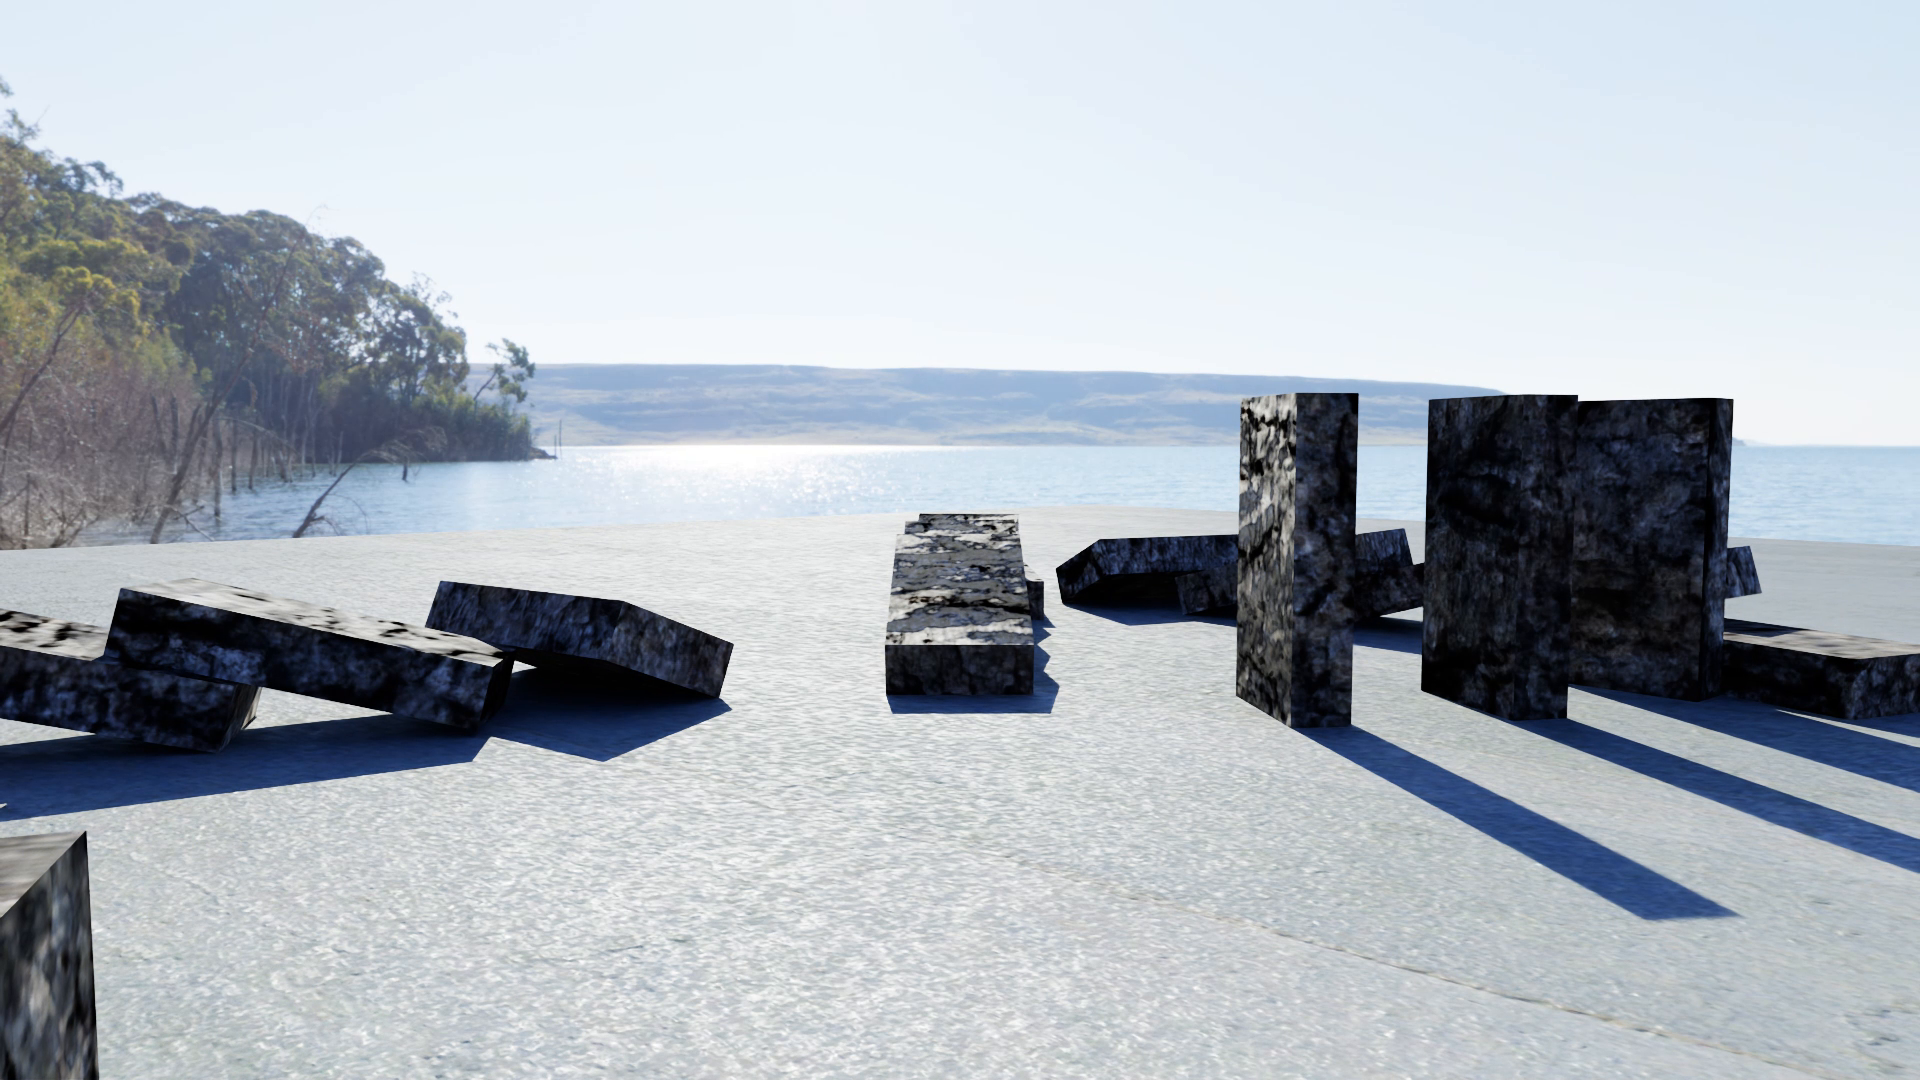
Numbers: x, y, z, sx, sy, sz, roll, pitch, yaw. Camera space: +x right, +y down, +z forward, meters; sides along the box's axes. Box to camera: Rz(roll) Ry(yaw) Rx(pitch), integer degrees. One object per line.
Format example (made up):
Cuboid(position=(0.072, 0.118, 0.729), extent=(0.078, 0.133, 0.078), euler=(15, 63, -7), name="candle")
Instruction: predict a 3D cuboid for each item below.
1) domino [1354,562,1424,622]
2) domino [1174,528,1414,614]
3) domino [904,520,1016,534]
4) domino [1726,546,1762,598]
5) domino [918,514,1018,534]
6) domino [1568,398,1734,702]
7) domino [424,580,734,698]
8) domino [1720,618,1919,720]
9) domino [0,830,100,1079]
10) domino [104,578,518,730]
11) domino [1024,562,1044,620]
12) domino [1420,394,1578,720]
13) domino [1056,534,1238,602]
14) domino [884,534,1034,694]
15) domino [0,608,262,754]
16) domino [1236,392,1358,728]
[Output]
Cuboid(position=(0.112, 0.009, 0.293), extent=(0.050, 0.010, 0.025), euler=(-19, -9, 40), name="domino")
Cuboid(position=(0.081, 0.008, 0.314), extent=(0.050, 0.009, 0.025), euler=(-17, -8, 40), name="domino")
Cuboid(position=(0.000, 0.010, 0.272), extent=(0.025, 0.009, 0.050), euler=(-1, 23, 0), name="domino")
Cuboid(position=(0.131, 0.012, 0.263), extent=(0.025, 0.009, 0.050), euler=(-3, -10, -37), name="domino")
Cuboid(position=(0.001, 0.007, 0.302), extent=(0.025, 0.009, 0.050), euler=(0, 23, 3), name="domino")
Cuboid(position=(0.117, 0.001, 0.222), extent=(0.009, 0.050, 0.025), euler=(-3, 6, -39), name="domino")
Cuboid(position=(-0.066, 0.017, 0.221), extent=(0.050, 0.010, 0.025), euler=(3, -17, 36), name="domino")
Cuboid(position=(0.140, 0.021, 0.225), extent=(0.025, 0.009, 0.050), euler=(-2, 5, -22), name="domino")
Cuboid(position=(-0.035, 0.028, 0.034), extent=(0.009, 0.025, 0.050), euler=(-2, 5, -21), name="domino")
Cuboid(position=(-0.095, 0.017, 0.193), extent=(0.050, 0.010, 0.025), euler=(14, -1, -11), name="domino")
Cuboid(position=(0.007, 0.013, 0.334), extent=(0.025, 0.010, 0.050), euler=(0, 4, -2), name="domino")
Cuboid(position=(0.087, 0.002, 0.209), extent=(0.009, 0.050, 0.025), euler=(-1, 4, -13), name="domino")
Cuboid(position=(0.054, 0.007, 0.346), extent=(0.050, 0.010, 0.025), euler=(-2, -18, -24), name="domino")
Cuboid(position=(0.000, 0.013, 0.239), extent=(0.025, 0.009, 0.050), euler=(0, 22, 0), name="domino")
Cuboid(position=(-0.128, 0.018, 0.180), extent=(0.050, 0.009, 0.025), euler=(14, 0, -19), name="domino")
Cuboid(position=(0.053, 0.002, 0.203), extent=(0.009, 0.050, 0.025), euler=(0, 4, -7), name="domino")
